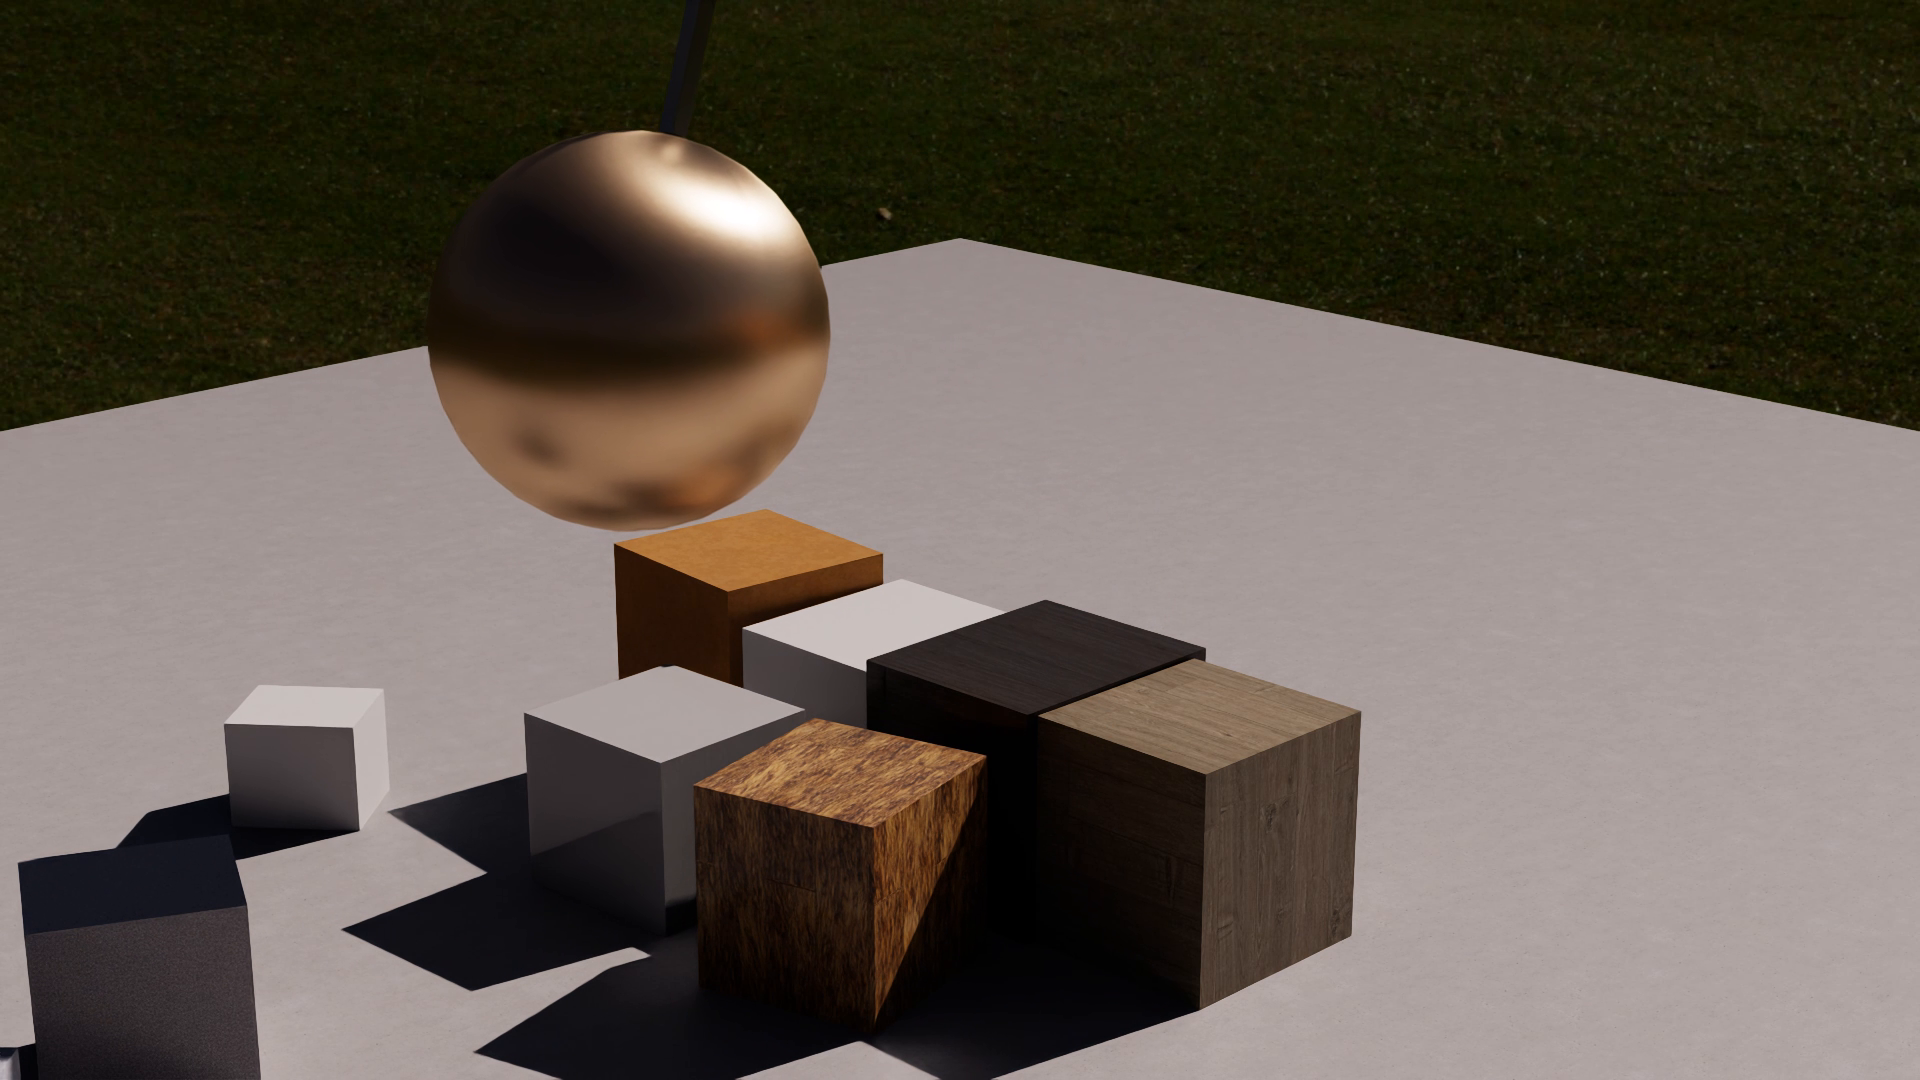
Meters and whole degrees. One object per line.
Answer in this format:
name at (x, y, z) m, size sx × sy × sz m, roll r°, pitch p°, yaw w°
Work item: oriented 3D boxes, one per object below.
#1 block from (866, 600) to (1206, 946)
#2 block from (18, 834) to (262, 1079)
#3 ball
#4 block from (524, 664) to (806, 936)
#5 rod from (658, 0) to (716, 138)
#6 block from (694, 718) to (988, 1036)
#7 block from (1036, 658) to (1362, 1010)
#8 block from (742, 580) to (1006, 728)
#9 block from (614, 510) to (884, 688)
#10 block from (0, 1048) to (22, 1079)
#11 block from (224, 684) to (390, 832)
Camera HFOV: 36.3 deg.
block at (0.346, 1.022, 13.305) m, size 0.984 × 1.072 × 1.179 m, roll 16°, pitch 24°, yaw 42°
block at (-3.234, 1.717, 11.550) m, size 0.819 × 0.799 × 0.729 m, roll -6°, pitch 18°, yaw -18°
ball at (-1.316, -0.833, 11.701) m, size 1.600 × 1.600 × 1.600 m, roll 0°, pitch 17°, yaw 0°
block at (-1.327, 1.158, 13.295) m, size 0.909 × 0.818 × 0.874 m, roll 15°, pitch 23°, yaw 40°
rod at (-0.570, -4.140, 11.443) m, size 0.080 × 5.200 × 0.080 m, roll 17°, pitch 6°, yaw 42°
block at (-0.491, 1.397, 12.375) m, size 0.879 × 0.914 × 0.902 m, roll 10°, pitch 20°, yaw 29°
block at (1.021, 1.240, 12.646) m, size 1.020 × 1.051 × 0.937 m, roll -17°, pitch 24°, yaw -42°
block at (-0.331, 0.864, 13.976) m, size 0.918 × 0.972 × 1.043 m, roll 17°, pitch 24°, yaw 42°
block at (-1.046, 0.579, 14.621) m, size 0.930 × 1.128 × 0.977 m, roll -14°, pitch 22°, yaw -37°
block at (-3.695, 2.233, 10.013) m, size 0.786 × 0.735 × 0.746 m, roll 0°, pitch 17°, yaw 1°
block at (-3.141, 1.046, 14.137) m, size 0.623 × 0.527 × 0.525 m, roll 1°, pitch 18°, yaw 5°
